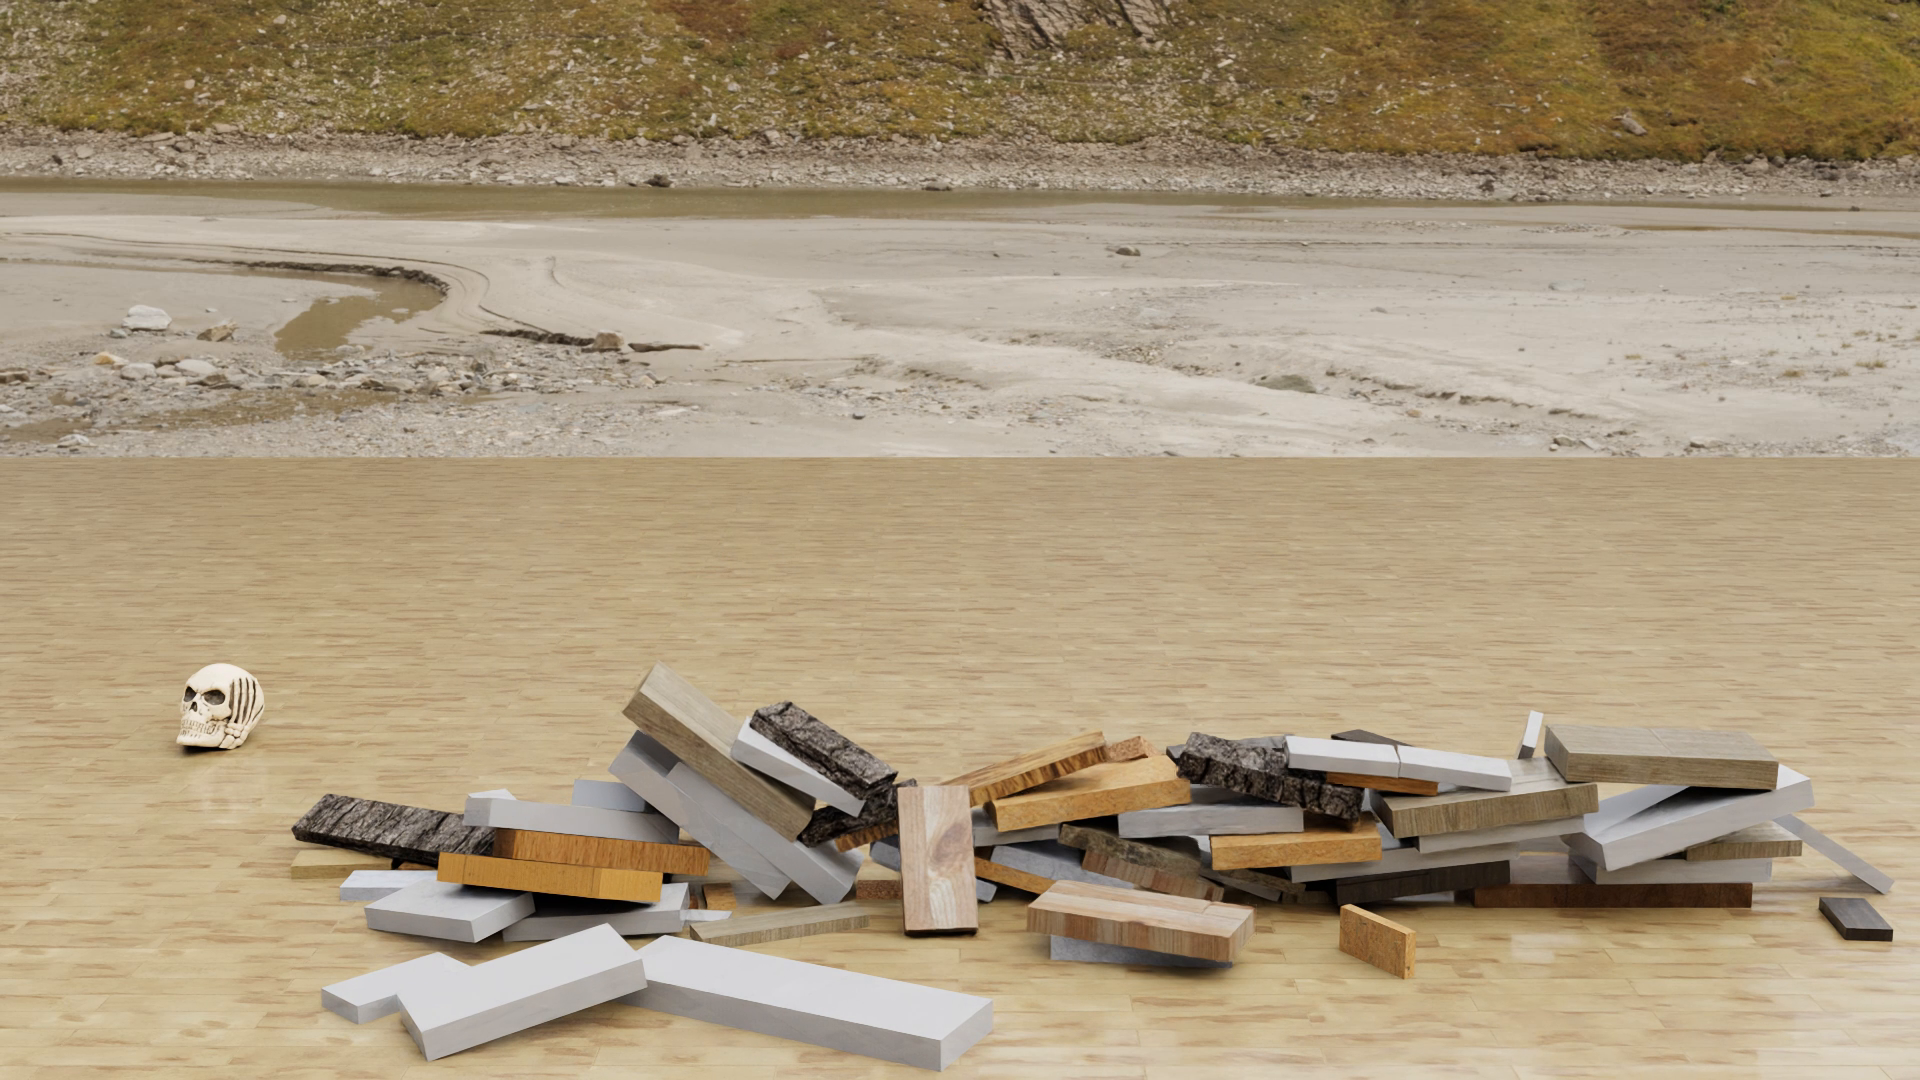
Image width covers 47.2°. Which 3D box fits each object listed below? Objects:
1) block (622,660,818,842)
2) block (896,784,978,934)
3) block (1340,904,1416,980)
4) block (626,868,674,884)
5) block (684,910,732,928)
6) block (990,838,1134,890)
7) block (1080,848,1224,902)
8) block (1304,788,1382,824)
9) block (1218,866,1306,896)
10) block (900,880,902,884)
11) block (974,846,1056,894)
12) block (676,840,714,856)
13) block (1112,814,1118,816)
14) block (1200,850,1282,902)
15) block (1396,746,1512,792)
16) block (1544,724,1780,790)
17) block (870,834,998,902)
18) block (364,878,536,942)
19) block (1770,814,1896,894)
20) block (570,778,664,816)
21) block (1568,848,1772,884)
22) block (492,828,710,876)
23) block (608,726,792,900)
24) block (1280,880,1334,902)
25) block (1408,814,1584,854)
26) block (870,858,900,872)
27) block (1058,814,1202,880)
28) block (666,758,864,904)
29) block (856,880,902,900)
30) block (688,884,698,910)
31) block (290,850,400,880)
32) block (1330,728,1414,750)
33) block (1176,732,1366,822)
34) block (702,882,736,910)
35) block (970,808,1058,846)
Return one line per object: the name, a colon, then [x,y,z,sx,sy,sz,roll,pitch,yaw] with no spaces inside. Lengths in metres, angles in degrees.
block: [-0.389,0.346,3.627,0.347,0.049,0.174,38,12,-7]
block: [-0.037,0.510,3.516,0.116,0.231,0.033,-1,-21,-7]
block: [0.636,0.612,3.355,0.020,0.072,0.143,-7,12,-32]
block: [-0.548,0.569,3.737,0.116,0.016,0.058,0,11,-1]
block: [-0.417,0.609,3.532,0.095,0.013,0.047,2,11,8]
block: [0.170,0.534,3.660,0.236,0.033,0.118,16,11,0]
block: [0.317,0.543,3.655,0.236,0.033,0.118,16,11,-2]
block: [0.688,0.473,3.829,0.139,0.039,0.277,9,-14,-2]
block: [0.494,0.547,3.628,0.143,0.020,0.072,15,12,-5]
block: [-0.046,0.572,3.666,0.104,0.015,0.052,11,10,-4]
block: [0.097,0.546,3.663,0.215,0.030,0.108,16,11,-1]
block: [-0.479,0.544,3.878,0.094,0.013,0.047,4,11,20]
block: [0.299,0.481,3.973,0.242,0.034,0.121,3,11,16]
block: [0.460,0.557,3.656,0.143,0.020,0.072,20,11,-2]
block: [0.798,0.370,3.562,0.176,0.025,0.088,7,14,6]
block: [1.139,0.352,3.584,0.331,0.047,0.166,2,11,2]
block: [-0.045,0.533,3.661,0.215,0.030,0.108,22,11,-5]
block: [-0.808,0.585,3.479,0.255,0.036,0.127,-1,13,37]
block: [1.460,0.519,3.689,0.198,0.028,0.099,32,5,-12]
block: [-0.502,0.459,3.800,0.160,0.045,0.320,0,-12,32]
block: [1.181,0.528,3.665,0.290,0.041,0.145,0,11,-2]
block: [-0.588,0.511,3.603,0.320,0.045,0.160,9,-9,-22]
block: [-0.417,0.444,3.661,0.347,0.049,0.174,39,12,-5]
block: [0.603,0.582,3.658,0.143,0.020,0.072,0,11,0]
block: [0.866,0.455,3.596,0.269,0.038,0.135,-7,12,-2]
block: [-0.095,0.539,3.655,0.104,0.015,0.052,23,11,-1]
block: [0.279,0.498,3.645,0.236,0.033,0.118,16,11,-1]
block: [-0.319,0.461,3.658,0.347,0.049,0.174,39,12,-2]
block: [-0.119,0.583,3.667,0.104,0.015,0.052,0,11,-1]
block: [-0.458,0.591,3.626,0.047,0.013,0.095,-3,11,-11]
block: [-1.057,0.556,3.784,0.167,0.024,0.084,-1,11,-5]
block: [0.846,0.422,4.512,0.080,0.023,0.159,-7,13,-33]
block: [0.515,0.387,3.620,0.299,0.042,0.149,13,11,10]
block: [-0.399,0.589,3.637,0.047,0.013,0.095,-2,11,-12]
block: [0.053,0.473,3.641,0.215,0.030,0.108,-6,10,2]
